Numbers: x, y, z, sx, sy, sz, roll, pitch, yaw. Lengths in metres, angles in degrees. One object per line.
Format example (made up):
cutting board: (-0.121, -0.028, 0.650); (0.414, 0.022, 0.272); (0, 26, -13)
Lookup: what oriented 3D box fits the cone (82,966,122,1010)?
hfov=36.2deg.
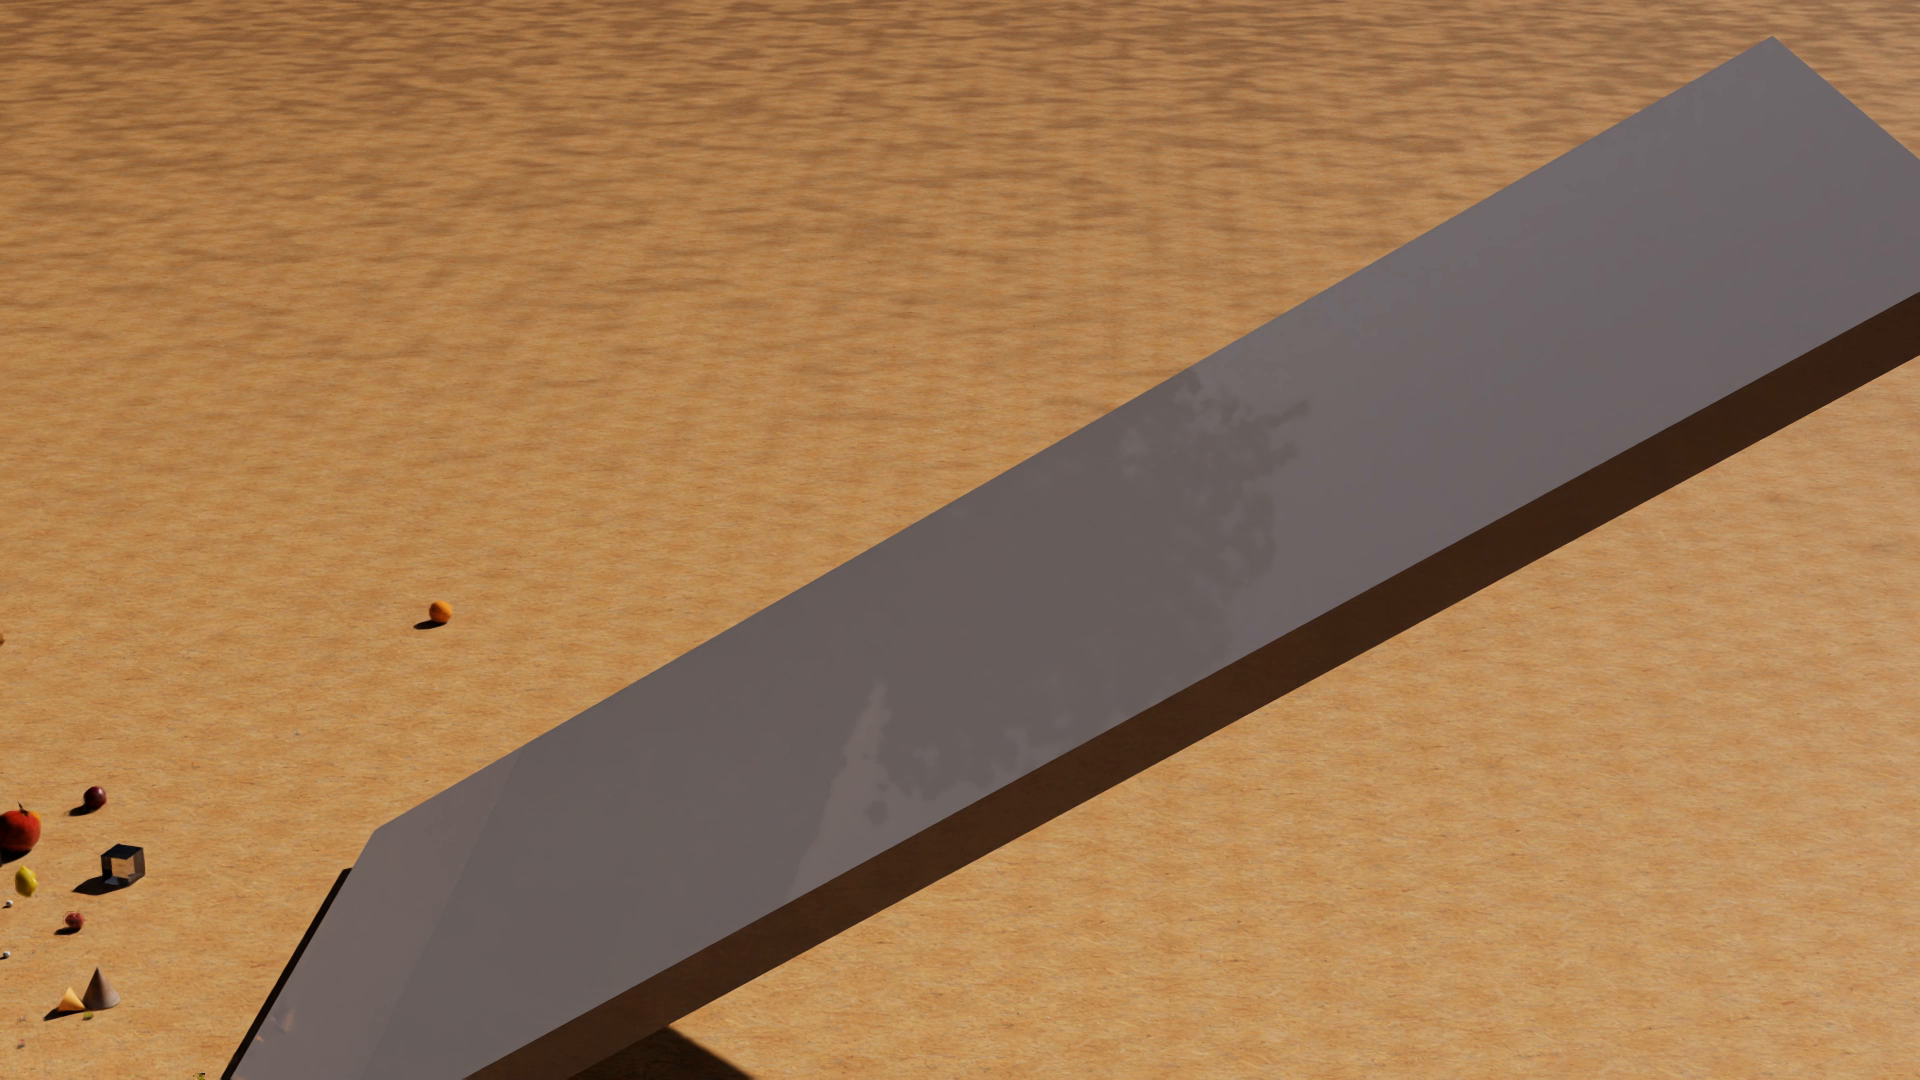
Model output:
cone: (-2.033, 1.048, 6.945); (0.094, 0.094, 0.094); (0, 19, 0)

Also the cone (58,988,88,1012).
cone: (-2.078, 1.093, 6.916); (0.063, 0.063, 0.063); (26, 18, -7)

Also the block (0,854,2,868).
block: (-2.551, 0.814, 7.610); (0.093, 0.093, 0.093); (9, 21, 23)

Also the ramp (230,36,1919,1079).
ramp: (0.141, 0.169, 6.289); (4.000, 0.100, 2.000); (-29, 15, 13)

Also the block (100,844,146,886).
block: (-2.154, 0.837, 7.570); (0.077, 0.077, 0.077); (6, 20, 18)
